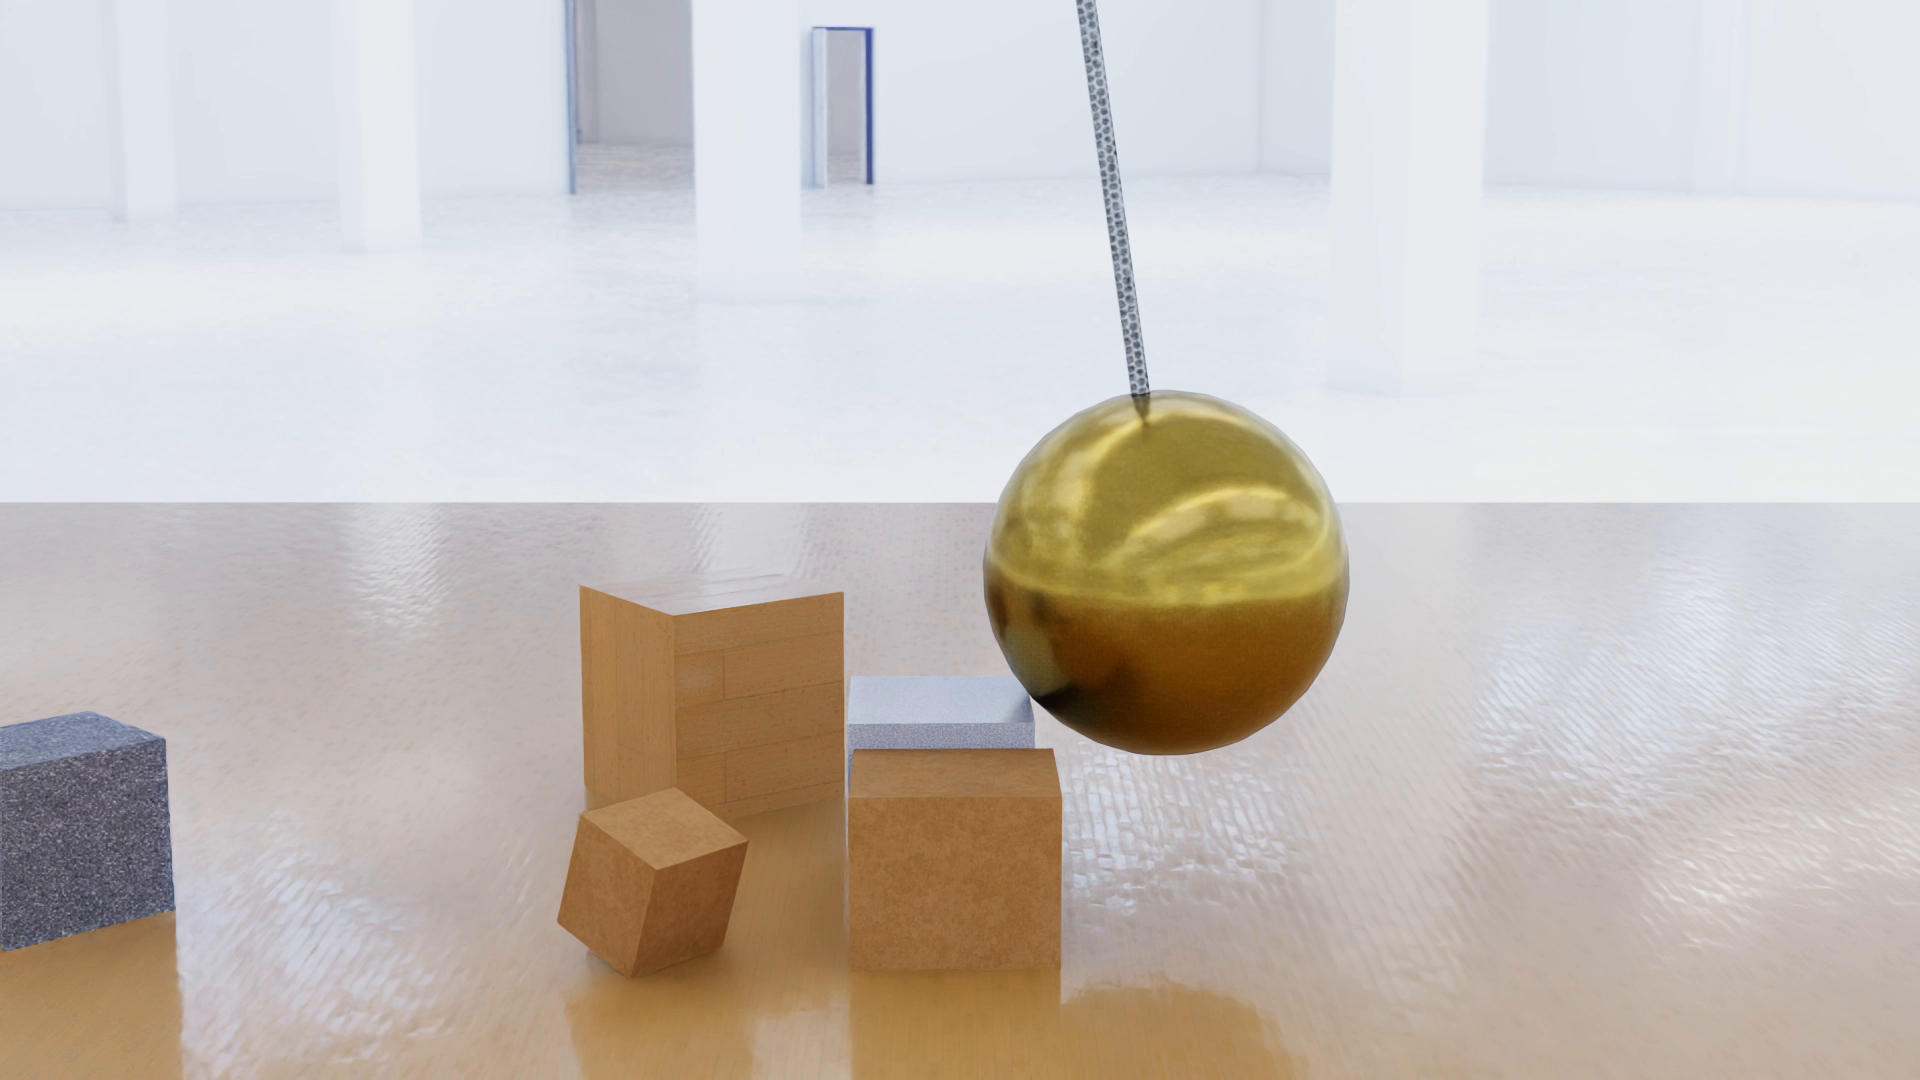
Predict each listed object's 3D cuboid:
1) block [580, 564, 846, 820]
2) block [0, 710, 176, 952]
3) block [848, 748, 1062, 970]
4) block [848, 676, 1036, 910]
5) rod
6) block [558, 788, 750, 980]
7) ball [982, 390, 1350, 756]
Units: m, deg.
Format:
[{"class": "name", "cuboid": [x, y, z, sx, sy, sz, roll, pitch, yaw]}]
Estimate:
[{"class": "block", "cuboid": [-1.220, 0.739, 12.631, 0.952, 1.027, 0.914, -8, 13, -36]}, {"class": "block", "cuboid": [-3.857, 1.210, 10.807, 0.670, 0.753, 0.791, 10, 14, 44]}, {"class": "block", "cuboid": [-0.023, 1.291, 10.479, 0.838, 0.710, 0.735, 0, 10, -1]}, {"class": "block", "cuboid": [-0.089, 1.094, 11.258, 0.789, 0.819, 0.861, 0, 10, -1]}, {"class": "rod", "cuboid": [0.389, -3.165, 10.605, 0.080, 5.200, 0.080, -8, 10, 2]}, {"class": "block", "cuboid": [-1.231, 1.369, 10.286, 0.449, 0.509, 0.510, 30, 26, 33]}, {"class": "ball", "cuboid": [0.897, 0.143, 11.206, 1.600, 1.600, 1.600, 0, 10, 0]}]
